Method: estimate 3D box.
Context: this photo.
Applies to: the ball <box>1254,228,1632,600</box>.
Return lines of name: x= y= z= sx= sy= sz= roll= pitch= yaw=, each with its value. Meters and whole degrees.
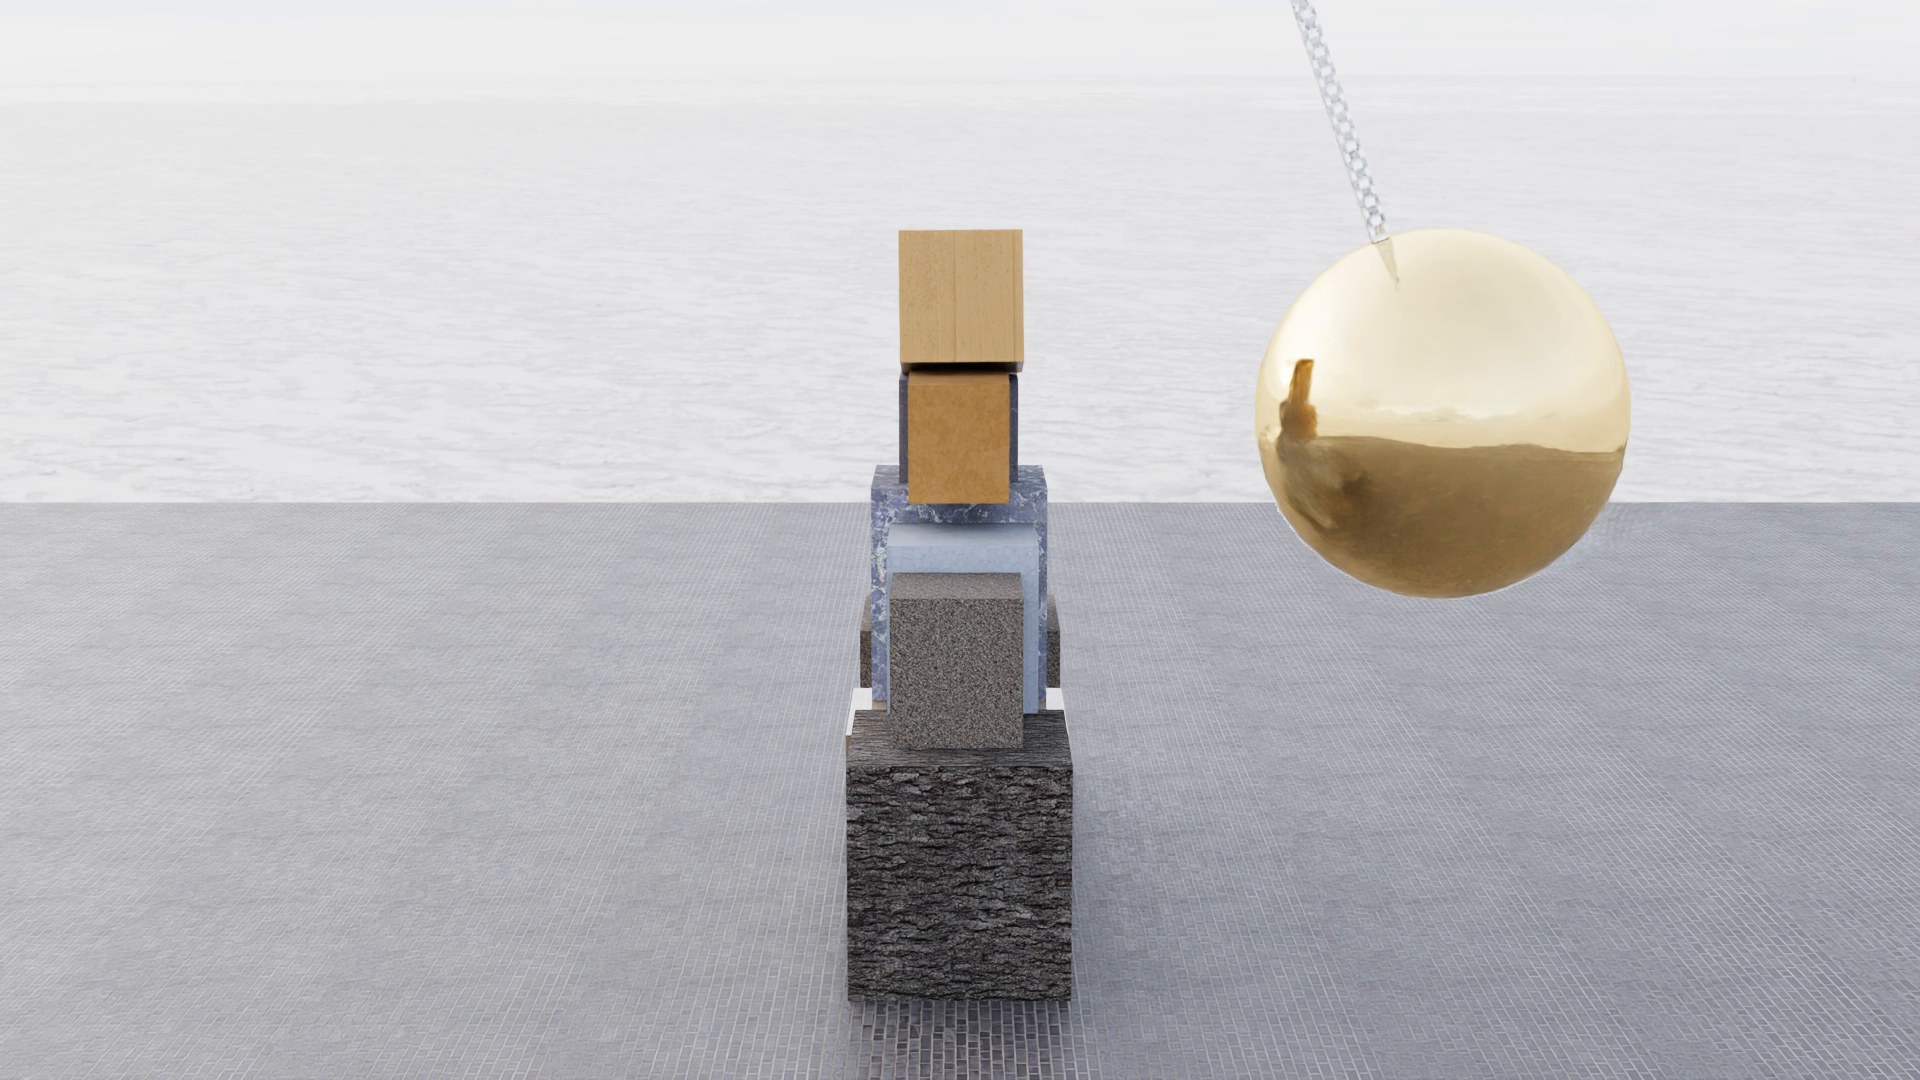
ball: x=2.074 y=-0.544 z=11.081 sx=1.600 sy=1.600 sz=1.600 roll=0 pitch=10 yaw=0

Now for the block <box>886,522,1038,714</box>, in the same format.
block: x=0.010 y=0.316 z=10.736 sx=0.616 sy=0.692 sz=0.659 roll=0 pitch=9 yaw=0

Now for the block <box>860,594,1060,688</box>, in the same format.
block: x=0.001 y=0.805 z=12.554 sx=0.943 sy=0.924 sz=0.856 roll=0 pitch=10 yaw=0

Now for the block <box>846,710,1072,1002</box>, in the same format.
block: x=-0.002 y=1.232 z=10.189 sx=0.856 sy=0.930 sz=0.878 roll=0 pitch=10 yaw=0

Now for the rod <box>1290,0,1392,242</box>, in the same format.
rod: x=0.899 y=-3.683 z=10.511 sx=0.080 sy=5.200 sz=0.080 roll=-20 pitch=10 yaw=4

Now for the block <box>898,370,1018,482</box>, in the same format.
block: x=-0.006 y=-0.510 z=11.362 sx=0.517 sy=0.450 sz=0.483 roll=0 pitch=9 yaw=0

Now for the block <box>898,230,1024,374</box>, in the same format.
block: x=0.006 y=-1.022 z=11.075 sx=0.525 sy=0.561 sz=0.499 roll=-1 pitch=-2 yaw=0

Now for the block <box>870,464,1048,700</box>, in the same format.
block: x=-0.004 y=0.176 z=11.435 sx=0.758 sy=0.928 sz=0.755 roll=0 pitch=9 yaw=0

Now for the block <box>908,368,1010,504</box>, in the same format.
block: x=-0.005 y=-0.446 z=10.856 sx=0.418 sy=0.497 sz=0.493 roll=0 pitch=12 yaw=0

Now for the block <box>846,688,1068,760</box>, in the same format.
block: x=-0.011 y=1.133 z=11.043 sx=0.920 sy=0.819 sz=0.818 roll=0 pitch=10 yaw=0

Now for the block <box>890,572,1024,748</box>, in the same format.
block: x=-0.013 y=0.468 z=10.142 sx=0.514 sy=0.589 sz=0.523 roll=0 pitch=10 yaw=0
